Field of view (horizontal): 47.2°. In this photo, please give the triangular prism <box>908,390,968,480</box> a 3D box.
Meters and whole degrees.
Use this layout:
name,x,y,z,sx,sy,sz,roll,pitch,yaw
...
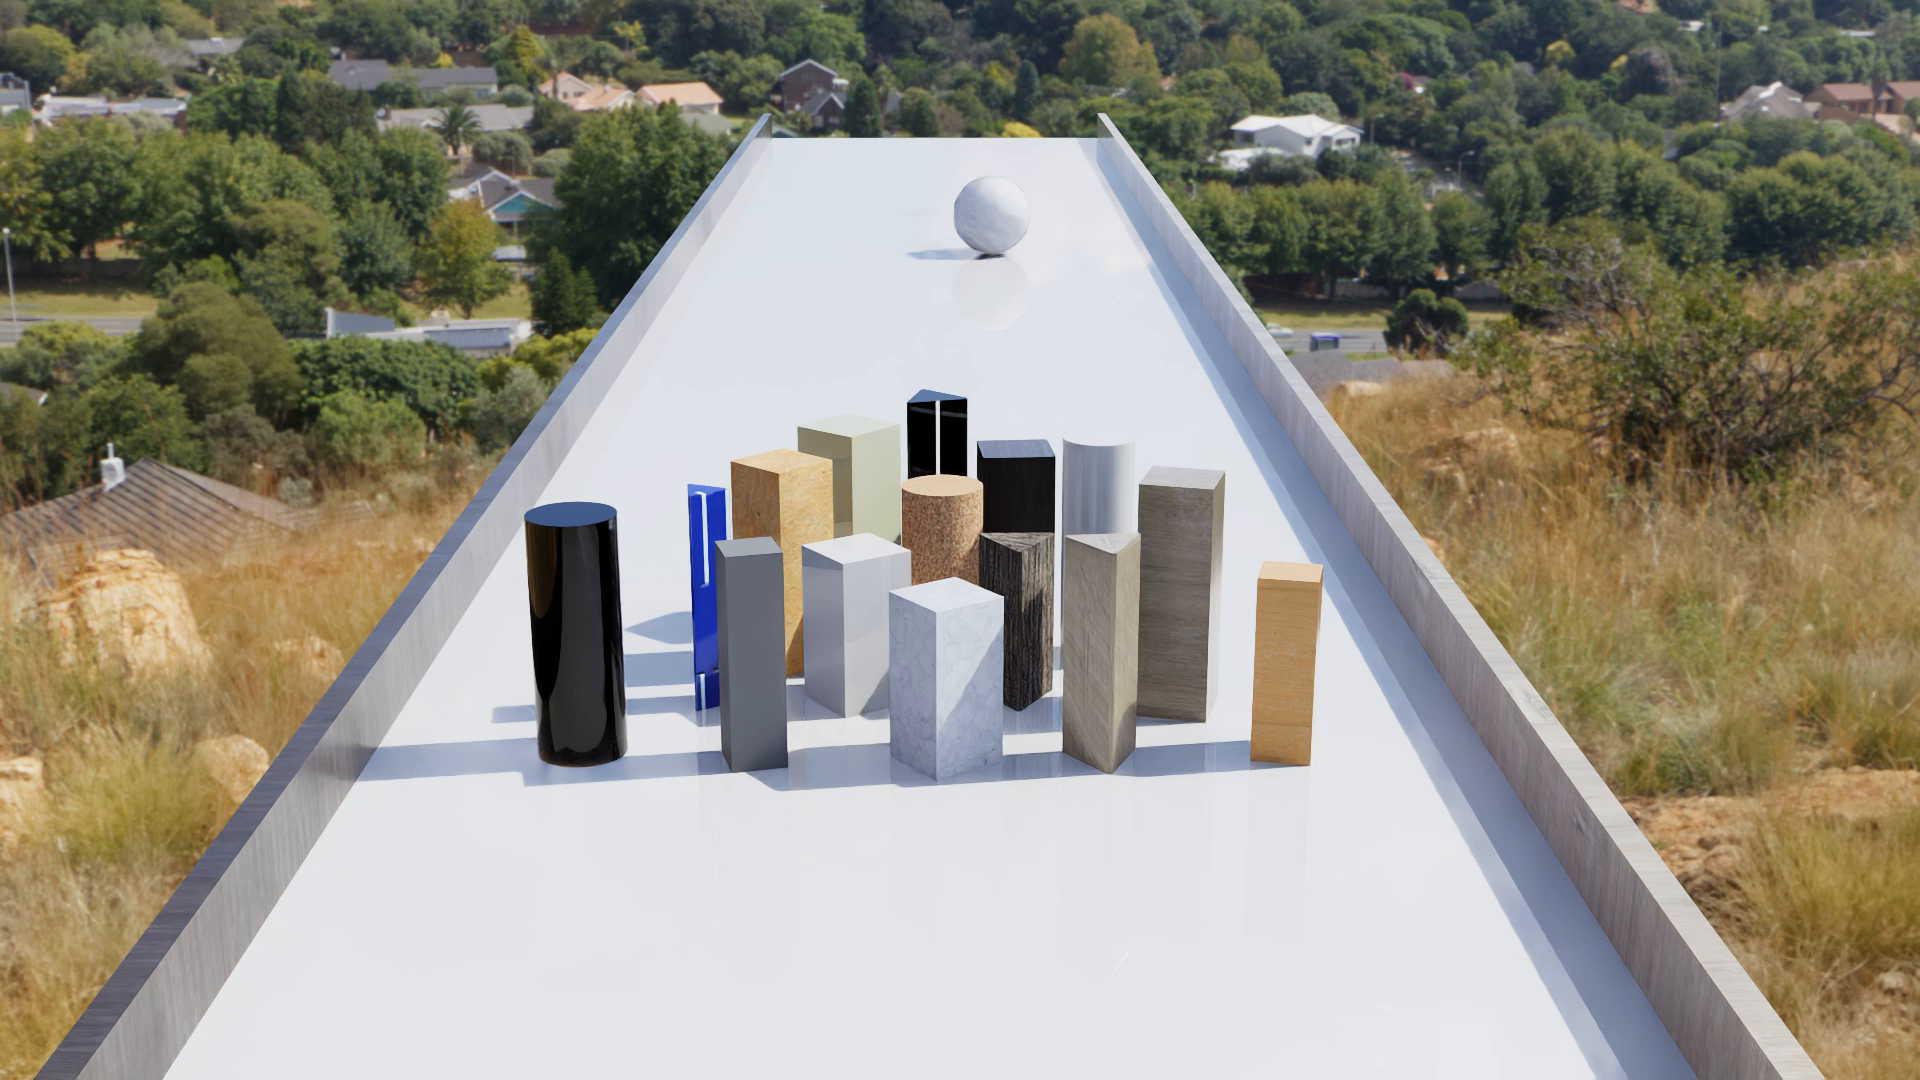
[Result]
name,x,y,z,sx,sy,sz,roll,pitch,yaw
triangular prism,-0.065,-0.123,4.916,0.137,0.413,0.118,-5,17,-17

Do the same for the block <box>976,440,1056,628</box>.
name,x,y,z,sx,sy,sz,roll,pitch,yaw
block,0.116,-0.012,4.617,0.149,0.371,0.149,-1,17,-5

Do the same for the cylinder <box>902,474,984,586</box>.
name,x,y,z,sx,sy,sz,roll,pitch,yaw
cylinder,-0.035,0.064,4.385,0.161,0.358,0.161,0,17,0

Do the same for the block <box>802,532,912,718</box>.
name,x,y,z,sx,sy,sz,roll,pitch,yaw
block,-0.195,0.159,4.163,0.149,0.301,0.149,-11,20,-33

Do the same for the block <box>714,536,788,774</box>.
name,x,y,z,sx,sy,sz,roll,pitch,yaw
block,-0.365,0.201,3.855,0.100,0.396,0.100,-5,17,-16

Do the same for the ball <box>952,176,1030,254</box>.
name,x,y,z,sx,sy,sz,roll,pitch,yaw
ball,0.134,-1.368,9.252,0.328,0.328,0.328,0,17,0

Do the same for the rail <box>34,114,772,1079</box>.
name,x,y,z,sx,sy,sz,roll,pitch,yaw
rail,-1.118,-0.838,7.780,0.050,0.150,12.000,0,17,-1

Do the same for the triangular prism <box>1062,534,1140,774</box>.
name,x,y,z,sx,sy,sz,roll,pitch,yaw
triangular prism,0.269,0.192,3.874,0.114,0.404,0.132,-12,20,-35

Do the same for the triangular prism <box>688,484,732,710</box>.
name,x,y,z,sx,sy,sz,roll,pitch,yaw
triangular prism,-0.484,0.105,4.137,0.087,0.420,0.075,-12,20,-35

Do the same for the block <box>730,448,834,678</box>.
name,x,y,z,sx,sy,sz,roll,pitch,yaw
block,-0.349,0.044,4.349,0.140,0.416,0.140,15,22,41

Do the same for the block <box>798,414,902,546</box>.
name,x,y,z,sx,sy,sz,roll,pitch,yaw
block,-0.230,-0.036,4.609,0.151,0.421,0.151,13,21,37

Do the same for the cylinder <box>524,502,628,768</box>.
name,x,y,z,sx,sy,sz,roll,pitch,yaw
cylinder,-0.677,0.166,3.891,0.161,0.443,0.161,0,17,0

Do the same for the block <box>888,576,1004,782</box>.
name,x,y,z,sx,sy,sz,roll,pitch,yaw
block,-0.024,0.242,3.871,0.143,0.309,0.143,-12,20,-34

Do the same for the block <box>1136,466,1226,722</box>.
name,x,y,z,sx,sy,sz,roll,pitch,yaw
block,0.409,0.100,4.102,0.137,0.449,0.137,5,17,15

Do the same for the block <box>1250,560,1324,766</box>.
name,x,y,z,sx,sy,sz,roll,pitch,yaw
block,0.579,0.218,3.896,0.106,0.341,0.106,4,17,12

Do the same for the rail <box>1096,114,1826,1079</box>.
name,x,y,z,sx,sy,sz,roll,pitch,yaw
rail,0.932,-0.844,7.801,0.050,0.150,12.000,0,17,-1

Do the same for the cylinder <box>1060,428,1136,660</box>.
name,x,y,z,sx,sy,sz,roll,pitch,yaw
cylinder,0.273,0.016,4.375,0.142,0.455,0.142,0,17,0

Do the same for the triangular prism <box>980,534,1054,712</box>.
name,x,y,z,sx,sy,sz,roll,pitch,yaw
triangular prism,0.126,0.146,4.184,0.121,0.314,0.140,-10,19,-30
